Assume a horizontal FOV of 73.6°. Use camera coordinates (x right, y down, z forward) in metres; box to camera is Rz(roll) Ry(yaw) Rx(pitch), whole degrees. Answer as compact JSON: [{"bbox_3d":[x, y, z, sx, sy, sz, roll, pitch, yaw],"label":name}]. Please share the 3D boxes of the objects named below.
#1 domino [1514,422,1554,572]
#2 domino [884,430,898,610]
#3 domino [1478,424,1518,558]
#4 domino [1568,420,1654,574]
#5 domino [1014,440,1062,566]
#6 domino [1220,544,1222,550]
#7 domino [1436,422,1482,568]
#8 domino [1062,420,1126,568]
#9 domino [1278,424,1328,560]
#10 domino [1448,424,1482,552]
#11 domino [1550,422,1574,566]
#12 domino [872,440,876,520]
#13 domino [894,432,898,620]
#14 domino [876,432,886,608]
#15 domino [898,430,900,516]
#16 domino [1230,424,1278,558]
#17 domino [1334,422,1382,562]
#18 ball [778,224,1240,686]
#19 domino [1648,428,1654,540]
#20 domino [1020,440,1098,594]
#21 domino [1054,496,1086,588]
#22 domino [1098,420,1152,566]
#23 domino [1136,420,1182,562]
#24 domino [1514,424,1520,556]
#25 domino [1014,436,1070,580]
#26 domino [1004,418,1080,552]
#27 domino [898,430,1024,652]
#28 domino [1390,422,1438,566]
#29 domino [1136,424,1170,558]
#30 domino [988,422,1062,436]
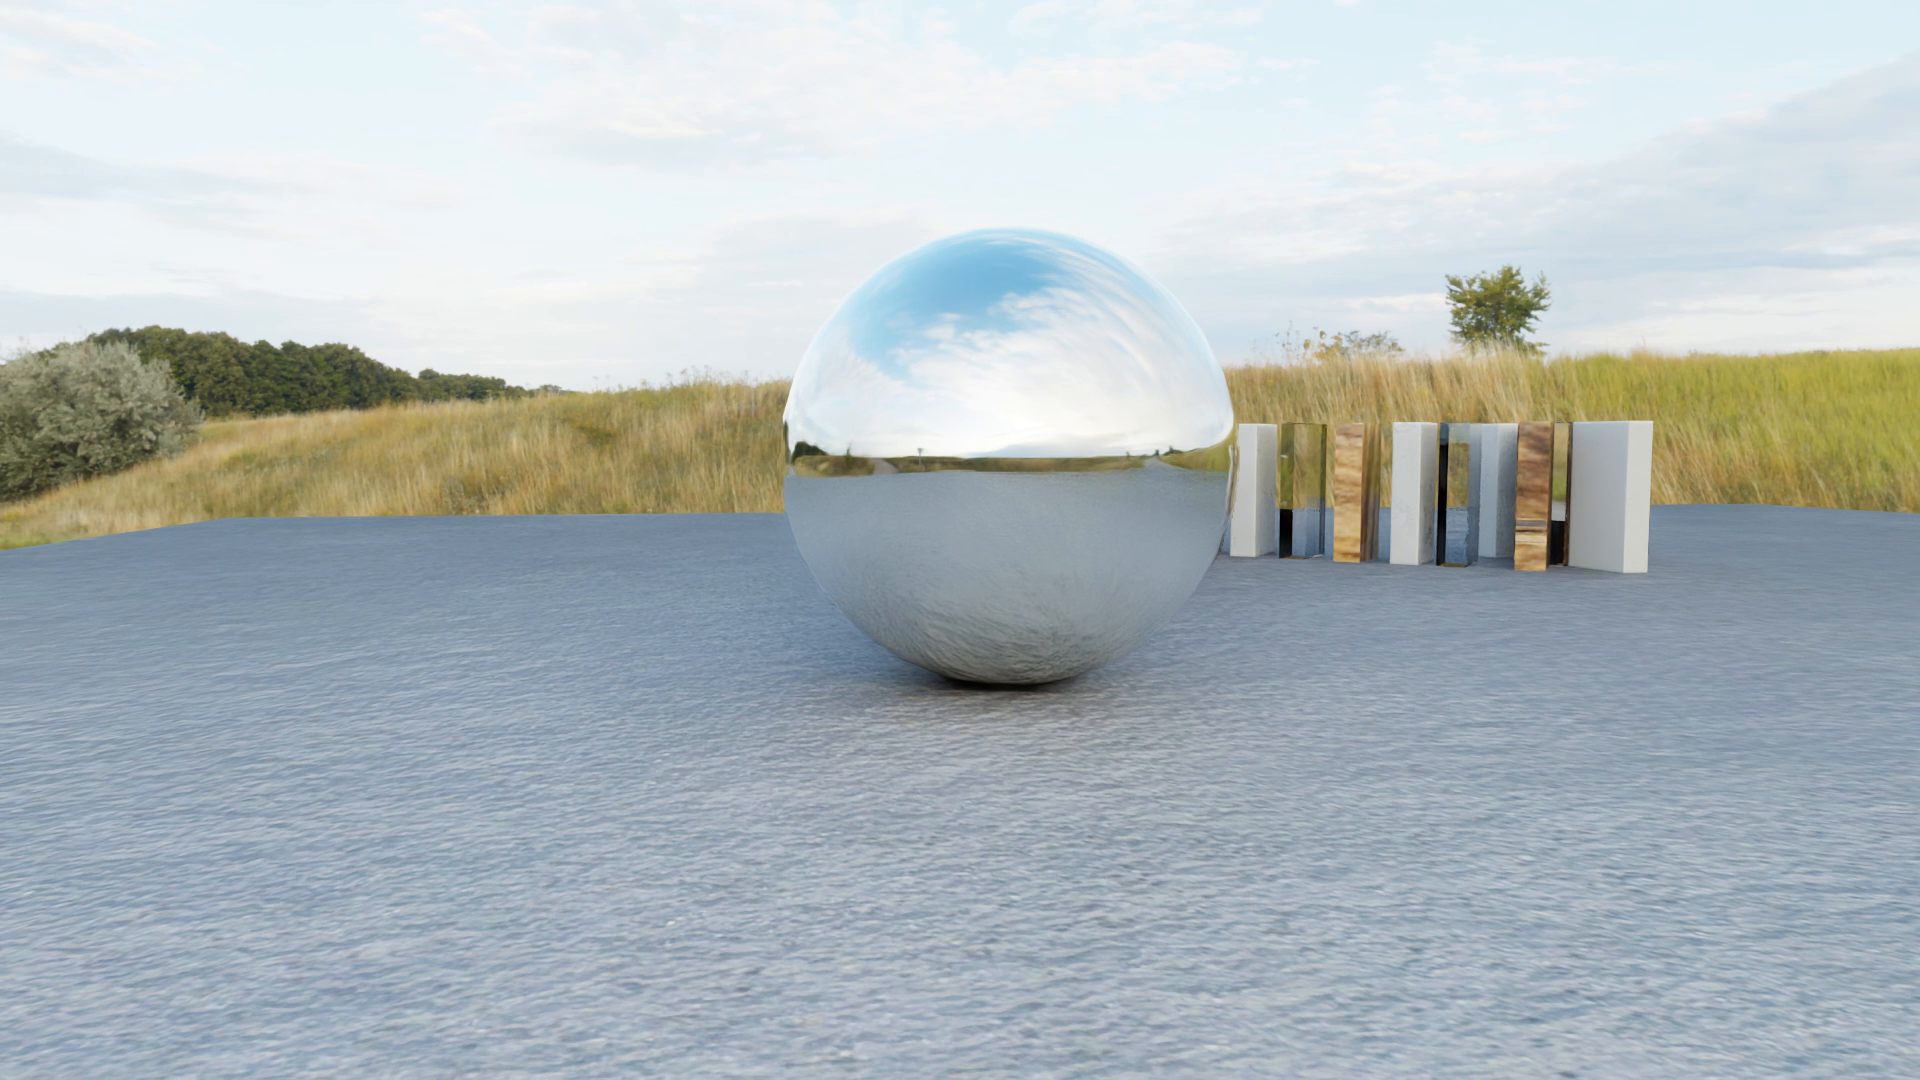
[{"bbox_3d":[0.197,-0.015,0.440,0.010,0.050,0.025,2,5,28],"label":"domino"},{"bbox_3d":[-0.007,-0.006,0.333,0.025,0.050,0.009,0,-33,-2],"label":"domino"},{"bbox_3d":[0.210,-0.019,0.485,0.025,0.050,0.009,-1,4,-18],"label":"domino"},{"bbox_3d":[0.219,-0.015,0.433,0.009,0.050,0.025,-1,4,-16],"label":"domino"},{"bbox_3d":[0.009,-0.007,0.371,0.025,0.050,0.010,3,-37,30],"label":"domino"},{"bbox_3d":[0.095,-0.020,0.503,0.009,0.050,0.025,2,5,27],"label":"domino"},{"bbox_3d":[0.176,-0.016,0.453,0.009,0.050,0.025,3,5,32],"label":"domino"},{"bbox_3d":[0.042,-0.017,0.449,0.009,0.050,0.025,13,-2,-28],"label":"domino"},{"bbox_3d":[0.129,-0.019,0.483,0.009,0.050,0.025,3,5,32],"label":"domino"},{"bbox_3d":[0.206,-0.020,0.504,0.025,0.050,0.009,1,4,14],"label":"domino"},{"bbox_3d":[0.221,-0.016,0.453,0.025,0.050,0.010,-1,4,-16],"label":"domino"},{"bbox_3d":[-0.011,-0.006,0.359,0.025,0.050,0.009,-2,-38,-4],"label":"domino"},{"bbox_3d":[-0.004,-0.004,0.321,0.025,0.050,0.009,0,-33,-3],"label":"domino"},{"bbox_3d":[-0.010,-0.006,0.344,0.025,0.050,0.009,0,-33,-3],"label":"domino"},{"bbox_3d":[-0.002,-0.003,0.297,0.025,0.050,0.009,0,-33,-3],"label":"domino"},{"bbox_3d":[0.113,-0.019,0.493,0.009,0.050,0.025,3,5,31],"label":"domino"},{"bbox_3d":[0.146,-0.018,0.472,0.009,0.050,0.025,3,5,33],"label":"domino"},{"bbox_3d":[0.008,-0.014,0.227,0.080,0.080,0.080,0,4,0],"label":"ball"},{"bbox_3d":[0.263,-0.020,0.505,0.009,0.050,0.025,1,4,12],"label":"domino"},{"bbox_3d":[0.021,-0.008,0.379,0.025,0.050,0.010,3,-37,28],"label":"domino"},{"bbox_3d":[0.025,-0.009,0.394,0.025,0.050,0.009,1,-37,15],"label":"domino"},{"bbox_3d":[0.053,-0.017,0.453,0.010,0.050,0.025,7,1,-29],"label":"domino"},{"bbox_3d":[0.066,-0.018,0.465,0.025,0.050,0.009,2,-2,26],"label":"domino"},{"bbox_3d":[0.216,-0.018,0.468,0.025,0.050,0.010,-2,5,-20],"label":"domino"},{"bbox_3d":[0.022,-0.011,0.410,0.025,0.050,0.010,0,-34,4],"label":"domino"},{"bbox_3d":[0.026,-0.017,0.444,0.025,0.050,0.009,-1,-16,24],"label":"domino"},{"bbox_3d":[0.000,-0.001,0.273,0.025,0.050,0.009,0,-33,-2],"label":"domino"},{"bbox_3d":[0.163,-0.017,0.461,0.009,0.050,0.025,3,5,32],"label":"domino"},{"bbox_3d":[0.066,-0.019,0.482,0.025,0.050,0.009,0,4,-1],"label":"domino"},{"bbox_3d":[0.021,-0.014,0.428,0.025,0.050,0.009,0,-20,4],"label":"domino"}]
